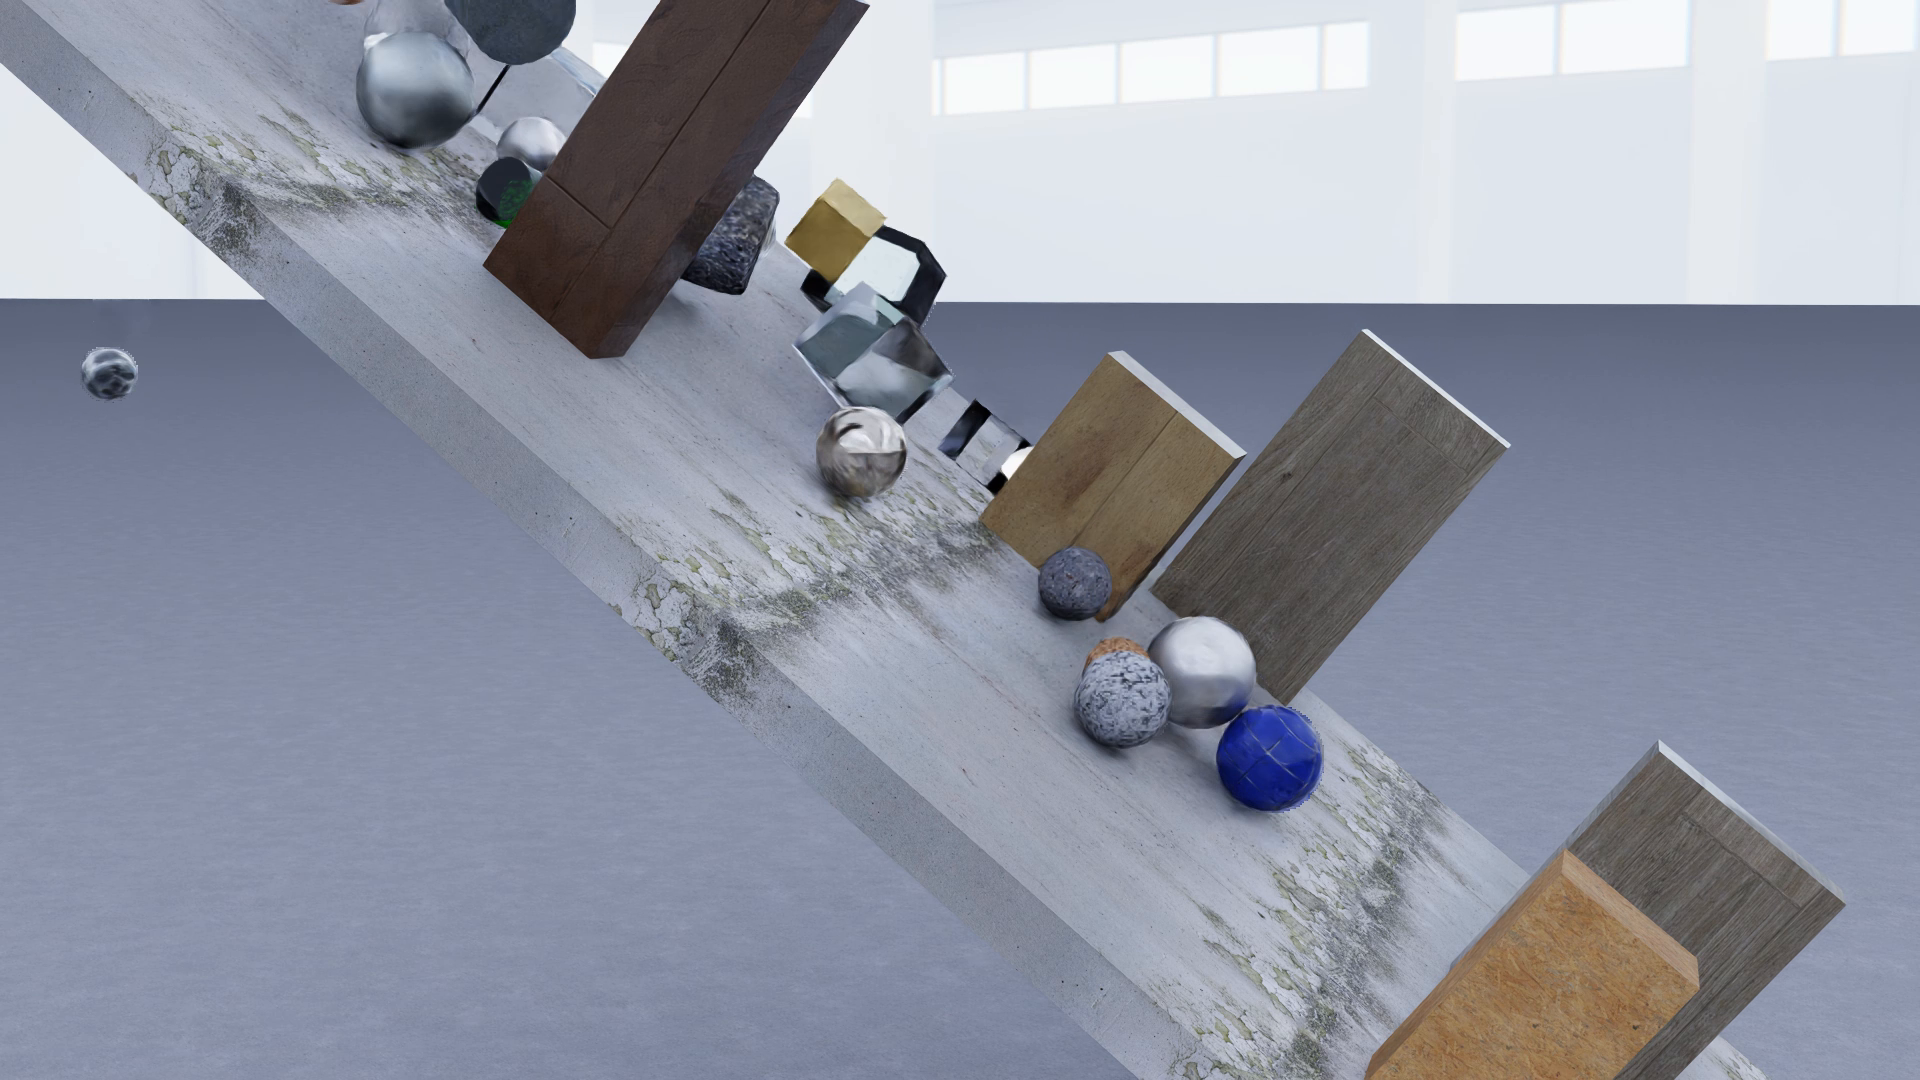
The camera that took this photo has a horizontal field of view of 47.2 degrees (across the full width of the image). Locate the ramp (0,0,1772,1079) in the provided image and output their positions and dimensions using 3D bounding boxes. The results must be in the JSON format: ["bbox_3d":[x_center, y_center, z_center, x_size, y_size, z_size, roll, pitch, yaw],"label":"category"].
[{"bbox_3d":[-0.024,0.076,4.051,4.000,0.100,2.000,41,16,9],"label":"ramp"}]

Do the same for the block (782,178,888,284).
[{"bbox_3d":[-0.233,-0.578,4.107,0.121,0.121,0.121,39,29,-6],"label":"block"}]

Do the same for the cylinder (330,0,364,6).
[{"bbox_3d":[-1.145,-1.154,4.211,0.203,0.203,0.203,2,31,16],"label":"cylinder"}]

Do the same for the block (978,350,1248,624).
[{"bbox_3d":[0.298,-0.105,4.302,0.318,0.417,0.135,41,16,9],"label":"block"}]

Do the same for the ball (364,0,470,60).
[{"bbox_3d":[-1.027,-0.943,4.159,0.195,0.195,0.195,0,7,0],"label":"ball"}]

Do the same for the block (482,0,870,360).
[{"bbox_3d":[-0.471,-0.661,3.613,0.248,0.727,0.126,41,16,9],"label":"block"}]

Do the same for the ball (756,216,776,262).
[{"bbox_3d":[-0.469,-0.658,4.629,0.166,0.166,0.166,0,7,0],"label":"ball"}]

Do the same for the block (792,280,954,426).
[{"bbox_3d":[-0.168,-0.343,4.207,0.184,0.184,0.184,-43,40,-5],"label":"block"}]

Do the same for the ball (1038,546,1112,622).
[{"bbox_3d":[0.215,0.082,4.112,0.139,0.139,0.139,0,7,0],"label":"ball"}]

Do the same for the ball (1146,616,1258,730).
[{"bbox_3d":[0.429,0.237,3.934,0.204,0.204,0.204,0,7,0],"label":"ball"}]

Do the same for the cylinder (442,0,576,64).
[{"bbox_3d":[-0.834,-1.007,4.019,0.203,0.203,0.203,-5,38,-33],"label":"cylinder"}]

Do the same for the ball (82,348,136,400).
[{"bbox_3d":[-1.953,-0.381,5.045,0.119,0.119,0.119,0,7,0],"label":"ball"}]

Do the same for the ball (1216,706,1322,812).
[{"bbox_3d":[0.549,0.387,3.904,0.187,0.187,0.187,0,7,0],"label":"ball"}]

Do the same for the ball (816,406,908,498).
[{"bbox_3d":[-0.174,-0.157,3.888,0.163,0.163,0.163,0,7,0],"label":"ball"}]

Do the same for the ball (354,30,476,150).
[{"bbox_3d":[-0.959,-0.792,3.874,0.206,0.206,0.206,0,7,0],"label":"ball"}]

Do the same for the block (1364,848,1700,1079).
[{"bbox_3d":[0.820,0.699,3.174,0.240,0.436,0.145,41,16,9],"label":"block"}]

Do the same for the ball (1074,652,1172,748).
[{"bbox_3d":[0.273,0.267,3.684,0.163,0.163,0.163,0,7,0],"label":"ball"}]

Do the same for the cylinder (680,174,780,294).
[{"bbox_3d":[-0.466,-0.596,4.172,0.195,0.195,0.195,19,-8,3],"label":"cylinder"}]

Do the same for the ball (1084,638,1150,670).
[{"bbox_3d":[0.279,0.231,3.876,0.119,0.119,0.119,0,7,0],"label":"ball"}]

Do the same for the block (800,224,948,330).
[{"bbox_3d":[-0.181,-0.546,4.660,0.197,0.197,0.197,25,-7,19],"label":"block"}]

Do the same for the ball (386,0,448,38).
[{"bbox_3d":[-1.099,-1.056,4.449,0.122,0.122,0.122,0,7,0],"label":"ball"}]

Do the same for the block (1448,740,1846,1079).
[{"bbox_3d":[1.172,0.680,3.784,0.387,0.547,0.098,41,16,9],"label":"block"}]

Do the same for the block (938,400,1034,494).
[{"bbox_3d":[0.059,-0.180,4.422,0.124,0.124,0.124,41,3,39],"label":"block"}]

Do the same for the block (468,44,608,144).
[{"bbox_3d":[-0.828,-0.868,4.385,0.195,0.195,0.195,34,16,-12],"label":"block"}]

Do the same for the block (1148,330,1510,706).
[{"bbox_3d":[0.770,-0.044,4.620,0.380,0.710,0.103,41,16,9],"label":"block"}]

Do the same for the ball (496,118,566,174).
[{"bbox_3d":[-0.806,-0.730,4.157,0.137,0.137,0.137,0,7,0],"label":"ball"}]
